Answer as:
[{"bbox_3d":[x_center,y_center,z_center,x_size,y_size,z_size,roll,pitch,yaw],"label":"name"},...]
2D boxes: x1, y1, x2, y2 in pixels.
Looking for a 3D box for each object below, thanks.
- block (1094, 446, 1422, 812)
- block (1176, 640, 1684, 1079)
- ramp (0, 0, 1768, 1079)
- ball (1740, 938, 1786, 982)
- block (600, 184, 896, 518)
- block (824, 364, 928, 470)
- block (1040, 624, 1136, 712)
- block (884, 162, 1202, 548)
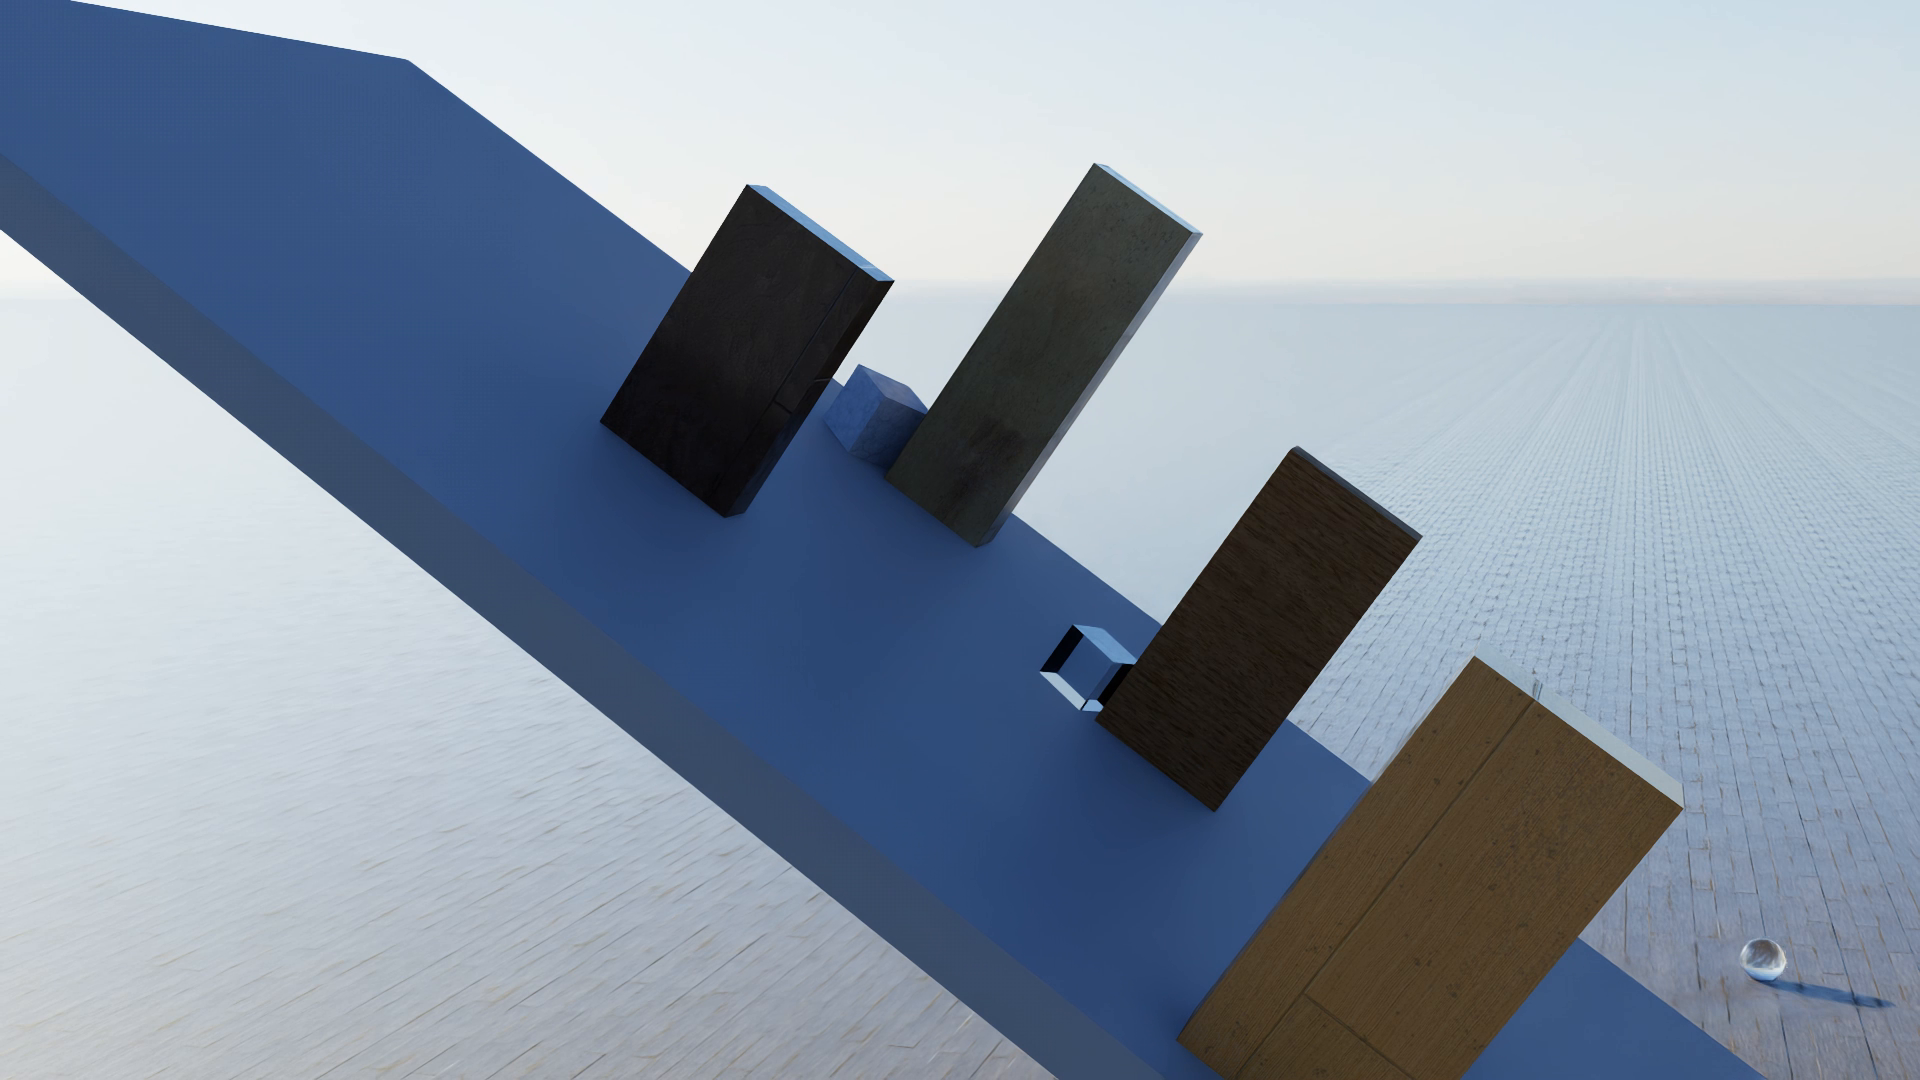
[{"bbox_3d":[0.544,0.165,4.042,0.280,0.629,0.084,37,16,10],"label":"block"},{"bbox_3d":[0.645,0.520,3.053,0.331,0.695,0.140,37,16,10],"label":"block"},{"bbox_3d":[-0.096,0.170,4.085,4.000,0.100,2.000,37,16,10],"label":"ramp"},{"bbox_3d":[2.105,1.101,5.765,0.113,0.113,0.113,0,7,0],"label":"ball"},{"bbox_3d":[-0.377,-0.331,3.870,0.290,0.505,0.092,37,16,10],"label":"block"},{"bbox_3d":[-0.175,-0.262,4.759,0.147,0.147,0.147,22,20,-38],"label":"block"},{"bbox_3d":[0.249,0.244,4.169,0.114,0.114,0.114,43,18,29],"label":"block"},{"bbox_3d":[0.170,-0.381,4.597,0.249,0.797,0.121,37,16,10],"label":"block"}]
